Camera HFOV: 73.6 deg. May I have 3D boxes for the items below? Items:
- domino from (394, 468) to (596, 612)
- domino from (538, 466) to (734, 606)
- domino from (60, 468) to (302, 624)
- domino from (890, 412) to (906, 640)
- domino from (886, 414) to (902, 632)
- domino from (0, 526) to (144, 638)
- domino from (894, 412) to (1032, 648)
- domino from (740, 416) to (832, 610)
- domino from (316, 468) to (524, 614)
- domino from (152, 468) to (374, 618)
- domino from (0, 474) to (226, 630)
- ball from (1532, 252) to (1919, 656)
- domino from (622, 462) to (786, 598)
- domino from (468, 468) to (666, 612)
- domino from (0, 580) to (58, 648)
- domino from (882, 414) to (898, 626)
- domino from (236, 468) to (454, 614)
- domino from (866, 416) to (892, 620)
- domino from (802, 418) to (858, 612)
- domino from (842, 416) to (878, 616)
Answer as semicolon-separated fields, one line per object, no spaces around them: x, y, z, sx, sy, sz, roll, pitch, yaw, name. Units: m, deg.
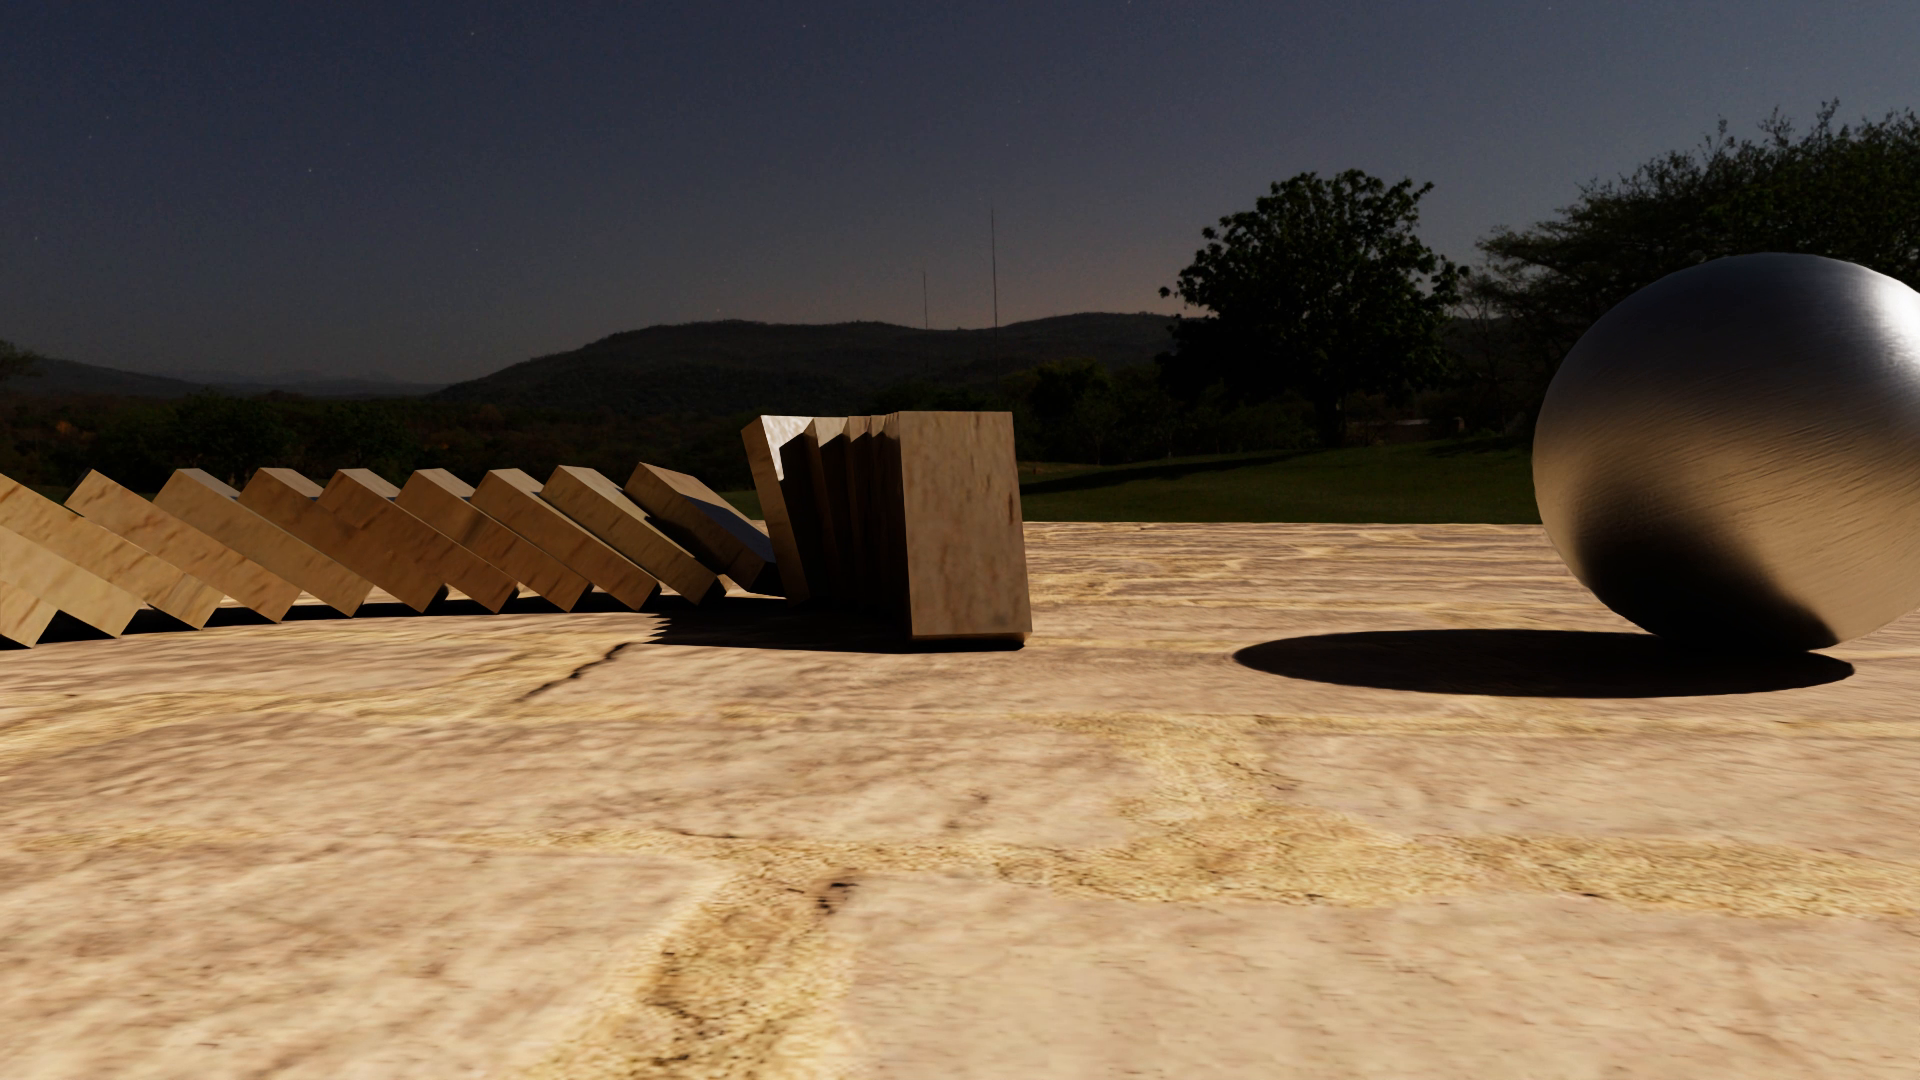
-0.118;0.000;0.332;0.050;0.010;0.025;34;0;-8;domino
-0.084;-0.001;0.339;0.050;0.009;0.025;34;3;3;domino
-0.183;0.001;0.302;0.050;0.010;0.025;40;-20;-31;domino
-0.001;-0.004;0.285;0.025;0.050;0.010;-1;-20;-10;domino
-0.003;-0.004;0.295;0.025;0.050;0.009;-1;-20;-10;domino
-0.205;0.004;0.274;0.025;0.010;0.050;3;-30;39;domino
0.000;-0.003;0.275;0.025;0.050;0.010;-1;-20;-10;domino
-0.039;-0.008;0.340;0.025;0.050;0.010;-4;-18;-46;domino
-0.135;0.000;0.327;0.050;0.009;0.025;34;-3;-10;domino
-0.169;0.000;0.317;0.050;0.009;0.025;35;-9;-19;domino
-0.195;0.003;0.289;0.025;0.009;0.050;5;-29;47;domino
0.158;-0.017;0.257;0.080;0.080;0.080;0;4;0;ball
-0.066;-0.002;0.349;0.050;0.010;0.025;35;8;23;domino
-0.100;0.000;0.335;0.050;0.010;0.025;34;2;-5;domino
-0.213;0.005;0.257;0.025;0.010;0.050;3;-29;31;domino
-0.004;-0.005;0.305;0.025;0.050;0.009;-1;-20;-10;domino
-0.153;0.000;0.324;0.050;0.010;0.025;34;-4;-11;domino
-0.009;-0.006;0.315;0.025;0.050;0.010;-1;-20;-11;domino
-0.024;-0.007;0.336;0.025;0.050;0.010;-2;-20;-28;domino
-0.015;-0.007;0.325;0.025;0.050;0.009;-1;-20;-16;domino
